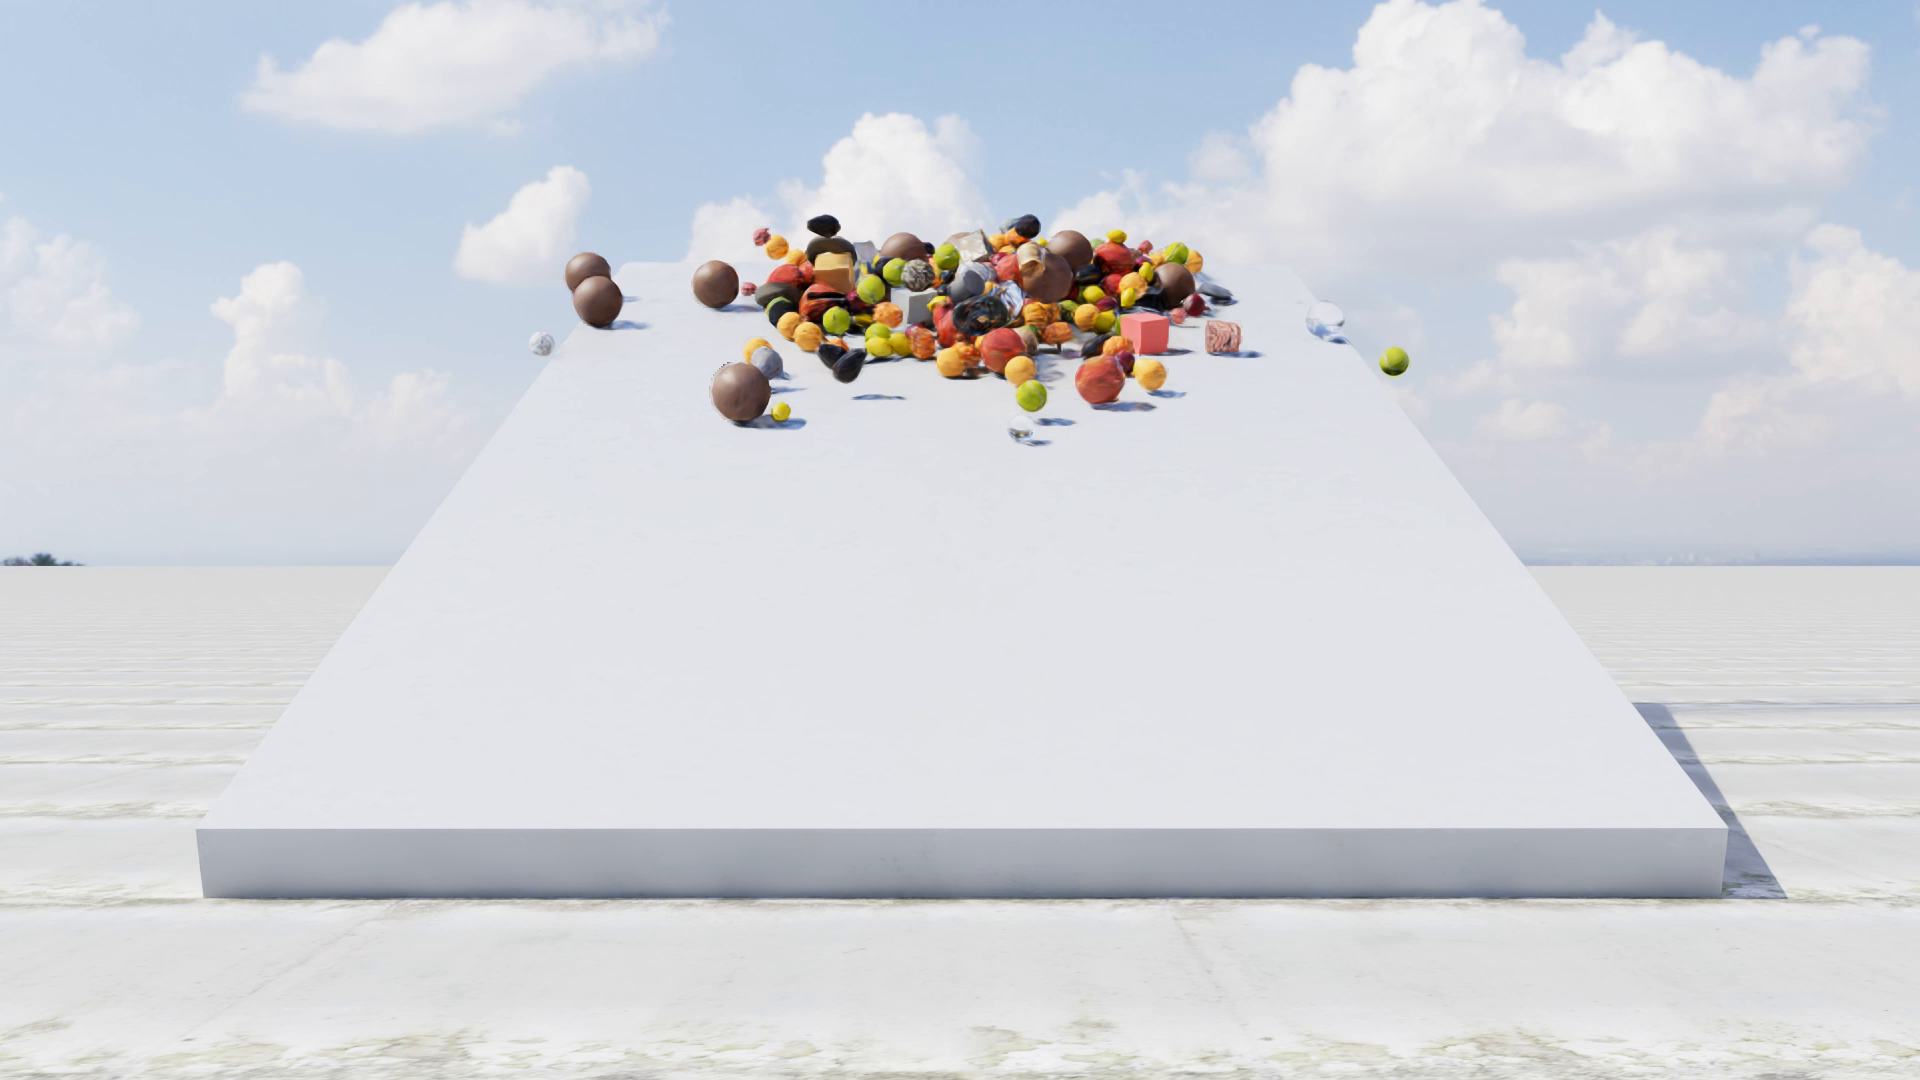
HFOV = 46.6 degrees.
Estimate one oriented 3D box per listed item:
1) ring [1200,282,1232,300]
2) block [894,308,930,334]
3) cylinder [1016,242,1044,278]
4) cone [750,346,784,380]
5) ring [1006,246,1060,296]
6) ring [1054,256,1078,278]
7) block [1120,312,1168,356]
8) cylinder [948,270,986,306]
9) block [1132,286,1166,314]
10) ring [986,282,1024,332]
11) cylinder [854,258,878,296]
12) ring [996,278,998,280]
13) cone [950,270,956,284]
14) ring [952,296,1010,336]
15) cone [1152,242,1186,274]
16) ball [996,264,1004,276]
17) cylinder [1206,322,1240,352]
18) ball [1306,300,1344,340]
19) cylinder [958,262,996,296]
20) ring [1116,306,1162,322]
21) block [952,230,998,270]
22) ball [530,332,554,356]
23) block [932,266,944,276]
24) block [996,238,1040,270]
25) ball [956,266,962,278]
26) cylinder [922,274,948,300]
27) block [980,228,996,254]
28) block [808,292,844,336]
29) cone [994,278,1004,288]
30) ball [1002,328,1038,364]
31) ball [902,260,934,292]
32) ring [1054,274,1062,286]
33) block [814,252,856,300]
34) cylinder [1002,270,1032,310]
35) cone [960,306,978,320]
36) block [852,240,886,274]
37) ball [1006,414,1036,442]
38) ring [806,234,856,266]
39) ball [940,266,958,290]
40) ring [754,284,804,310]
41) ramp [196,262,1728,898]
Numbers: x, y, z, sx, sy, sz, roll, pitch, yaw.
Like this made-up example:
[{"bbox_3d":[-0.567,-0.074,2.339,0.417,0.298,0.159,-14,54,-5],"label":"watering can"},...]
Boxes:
[{"bbox_3d":[0.708,-0.688,6.181,0.094,0.031,0.094,17,4,-1],"label":"ring"},{"bbox_3d":[-0.126,-0.554,5.811,0.090,0.090,0.090,2,-2,-1],"label":"block"},{"bbox_3d":[0.176,-0.700,5.579,0.063,0.063,0.063,-4,-36,-3],"label":"cylinder"},{"bbox_3d":[-0.462,-0.393,5.171,0.083,0.083,0.083,0,27,19],"label":"cone"},{"bbox_3d":[0.194,-0.719,5.931,0.143,0.143,0.048,0,-12,-8],"label":"ring"},{"bbox_3d":[0.286,-0.782,6.393,0.114,0.038,0.114,19,-1,0],"label":"ring"},{"bbox_3d":[0.462,-0.516,5.581,0.085,0.085,0.085,-10,20,-29],"label":"block"},{"bbox_3d":[0.016,-0.635,5.634,0.069,0.069,0.069,0,-20,-39],"label":"cylinder"},{"bbox_3d":[0.507,-0.636,5.971,0.069,0.069,0.069,7,27,21],"label":"block"},{"bbox_3d":[0.099,-0.578,5.531,0.049,0.147,0.147,38,-21,-29],"label":"ring"},{"bbox_3d":[-0.289,-0.729,6.157,0.093,0.093,0.093,0,-6,31],"label":"cylinder"},{"bbox_3d":[0.054,-0.721,6.245,0.102,0.102,0.034,0,-33,8],"label":"ring"},{"bbox_3d":[-0.024,-0.735,6.358,0.067,0.067,0.067,0,-1,-44],"label":"cone"},{"bbox_3d":[0.049,-0.536,5.337,0.139,0.046,0.139,-6,-26,-3],"label":"ring"},{"bbox_3d":[0.600,-0.837,6.554,0.092,0.092,0.092,17,8,28],"label":"cone"},{"bbox_3d":[0.115,-0.783,6.558,0.061,0.061,0.061,0,-1,0],"label":"ball"},{"bbox_3d":[0.654,-0.506,5.551,0.077,0.077,0.077,1,-1,-2],"label":"cylinder"},{"bbox_3d":[0.933,-0.562,5.703,0.099,0.099,0.099,0,-1,0],"label":"ball"},{"bbox_3d":[0.040,-0.659,5.789,0.094,0.094,0.094,11,-13,3],"label":"cylinder"},{"bbox_3d":[0.472,-0.592,5.885,0.123,0.041,0.123,5,13,-1],"label":"ring"},{"bbox_3d":[0.044,-0.781,6.127,0.084,0.084,0.084,-24,-31,14],"label":"block"},{"bbox_3d":[-1.033,-0.484,5.513,0.063,0.063,0.063,0,-1,0],"label":"ball"},{"bbox_3d":[-0.061,-0.737,6.325,0.054,0.054,0.054,5,39,-44],"label":"block"},{"bbox_3d":[0.170,-0.830,6.550,0.096,0.096,0.096,-7,19,-21],"label":"block"},{"bbox_3d":[0.026,-0.695,5.894,0.078,0.078,0.078,0,-1,0],"label":"ball"},{"bbox_3d":[-0.066,-0.702,6.200,0.062,0.062,0.062,0,16,25],"label":"cylinder"},{"bbox_3d":[0.044,-0.820,6.346,0.079,0.079,0.079,-28,-15,-15],"label":"block"},{"bbox_3d":[-0.347,-0.586,5.781,0.095,0.095,0.095,-1,18,-3],"label":"block"},{"bbox_3d":[0.113,-0.659,5.965,0.059,0.059,0.059,45,15,16],"label":"cone"},{"bbox_3d":[0.146,-0.473,5.440,0.088,0.088,0.088,0,-1,0],"label":"ball"},{"bbox_3d":[-0.106,-0.666,5.625,0.084,0.084,0.084,0,-1,0],"label":"ball"},{"bbox_3d":[0.234,-0.746,6.383,0.111,0.037,0.111,2,16,-1],"label":"ring"},{"bbox_3d":[-0.333,-0.701,5.938,0.092,0.092,0.092,-4,35,6],"label":"block"},{"bbox_3d":[0.153,-0.679,6.034,0.084,0.084,0.084,2,-29,1],"label":"cylinder"},{"bbox_3d":[0.034,-0.605,5.959,0.054,0.054,0.054,0,-12,30],"label":"cone"},{"bbox_3d":[-0.286,-0.782,6.328,0.092,0.092,0.092,-33,-9,35],"label":"block"},{"bbox_3d":[0.130,-0.238,4.744,0.060,0.060,0.060,0,-1,0],"label":"ball"},{"bbox_3d":[-0.345,-0.768,5.995,0.139,0.046,0.139,8,-33,5],"label":"ring"},{"bbox_3d":[-0.022,-0.713,6.084,0.070,0.070,0.070,0,-1,0],"label":"ball"},{"bbox_3d":[-0.485,-0.653,6.001,0.135,0.045,0.135,2,-15,1],"label":"ring"},{"bbox_3d":[-0.003,-0.182,4.831,2.000,0.100,4.000,0,18,0],"label":"ramp"}]
